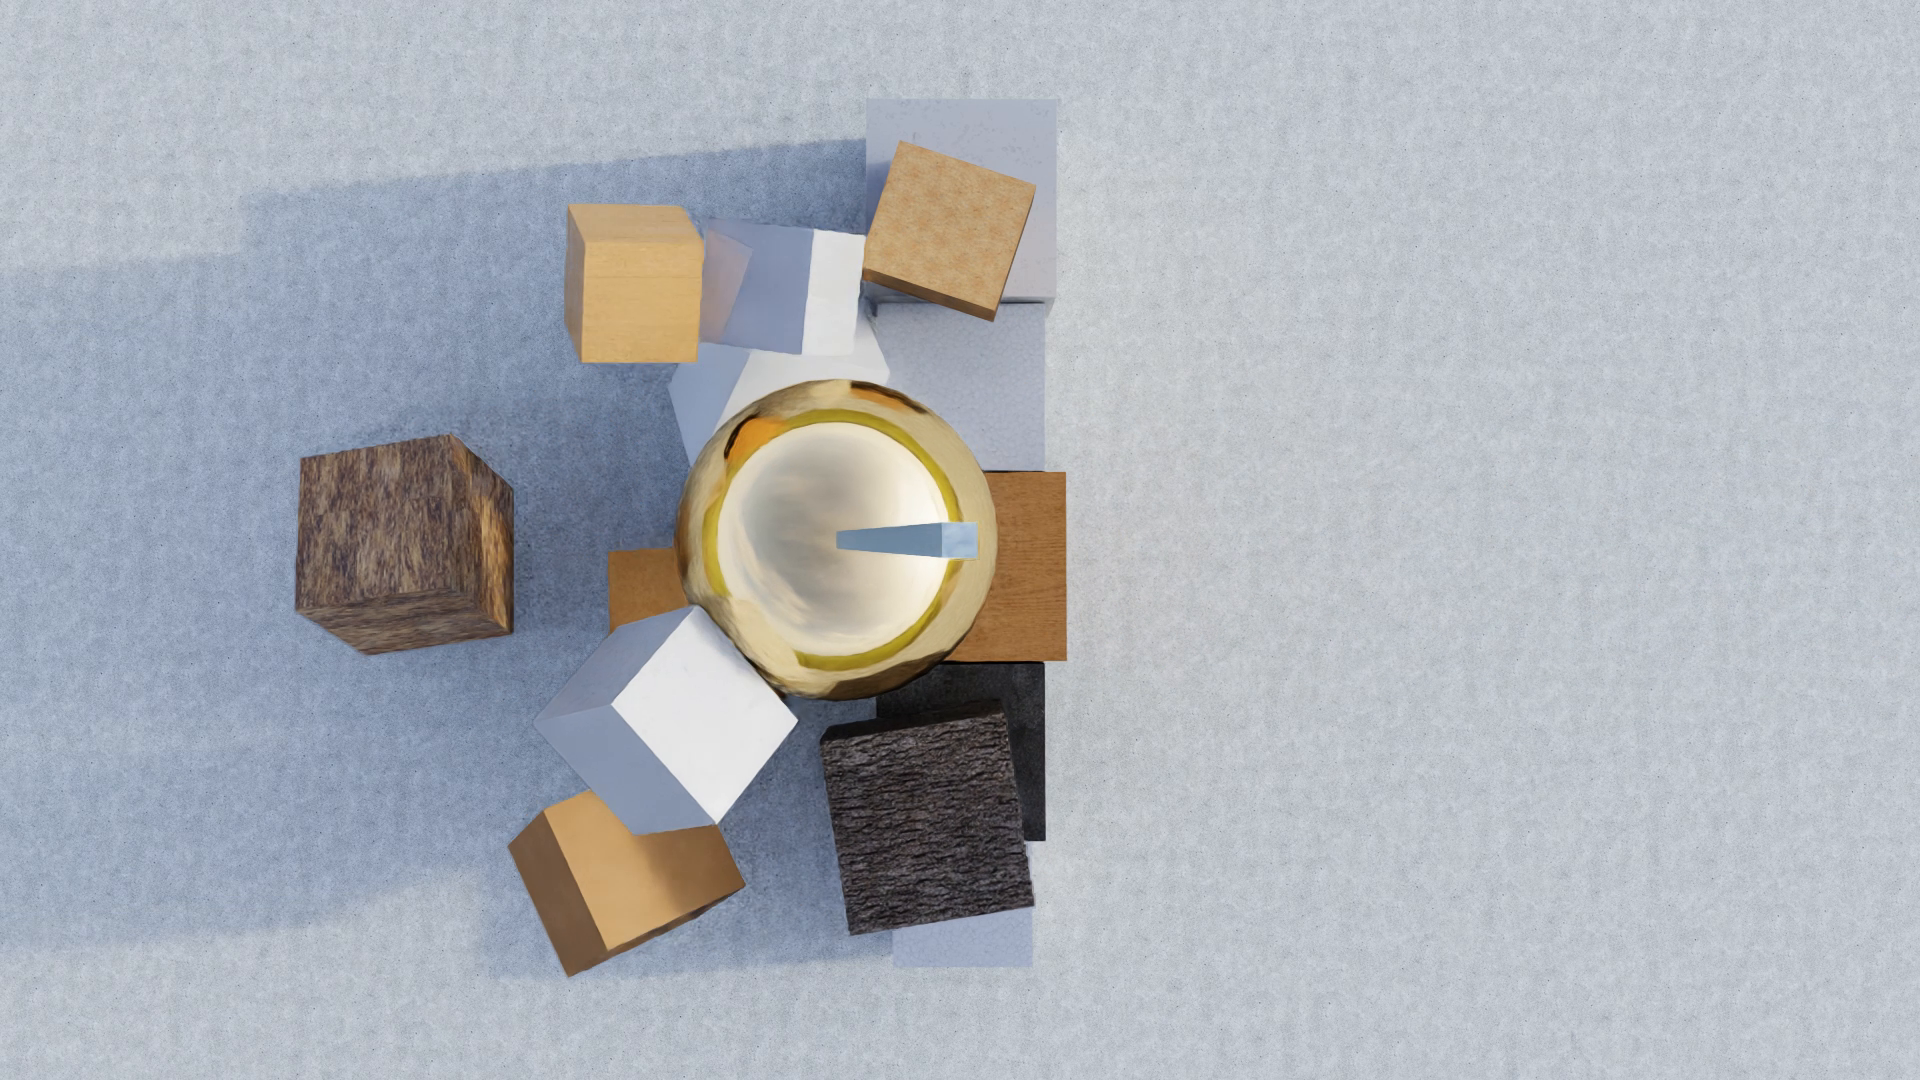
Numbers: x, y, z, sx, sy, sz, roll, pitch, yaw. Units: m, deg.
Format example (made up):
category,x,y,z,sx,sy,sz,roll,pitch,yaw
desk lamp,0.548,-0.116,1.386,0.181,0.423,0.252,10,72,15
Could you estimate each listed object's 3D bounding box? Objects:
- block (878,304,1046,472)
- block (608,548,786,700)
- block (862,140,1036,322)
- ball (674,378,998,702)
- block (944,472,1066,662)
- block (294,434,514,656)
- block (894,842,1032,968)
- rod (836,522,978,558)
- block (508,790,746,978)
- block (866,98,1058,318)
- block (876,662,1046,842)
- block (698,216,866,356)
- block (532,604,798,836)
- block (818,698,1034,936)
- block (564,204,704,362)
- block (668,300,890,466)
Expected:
category,x,y,z,sx,sy,sz,roll,pitch,yaw
block,0.007,-0.845,12.569,0.928,0.862,0.923,0,90,0
block,-1.492,0.495,12.558,0.857,0.716,0.829,-3,82,4
block,-0.065,-1.612,11.567,0.739,0.619,0.676,18,90,0
ball,-0.608,0.000,10.870,1.600,1.600,1.600,0,90,0
block,0.018,0.146,12.497,1.126,1.007,1.033,0,90,0
block,-3.102,0.040,12.370,0.900,0.849,0.896,-8,68,10
block,0.015,2.016,12.630,0.777,0.740,0.731,0,90,0
rod,-0.263,0.000,7.488,0.080,5.200,0.080,0,90,-6
block,-1.795,1.742,11.769,0.817,0.857,0.791,-22,80,-29
block,0.008,-1.849,12.438,1.029,1.124,1.066,0,90,0
block,0.003,1.162,12.494,0.920,1.007,0.968,0,90,0
block,-0.894,-1.269,11.058,0.570,0.646,0.612,9,98,19
block,-1.412,0.873,10.562,0.772,0.735,0.692,52,53,-19
block,-0.171,1.431,11.534,0.945,0.908,0.987,-9,91,0
block,-1.611,-1.264,10.817,0.566,0.579,0.607,-2,117,-18
block,-1.018,-0.881,12.193,0.794,0.824,0.904,12,124,-28
